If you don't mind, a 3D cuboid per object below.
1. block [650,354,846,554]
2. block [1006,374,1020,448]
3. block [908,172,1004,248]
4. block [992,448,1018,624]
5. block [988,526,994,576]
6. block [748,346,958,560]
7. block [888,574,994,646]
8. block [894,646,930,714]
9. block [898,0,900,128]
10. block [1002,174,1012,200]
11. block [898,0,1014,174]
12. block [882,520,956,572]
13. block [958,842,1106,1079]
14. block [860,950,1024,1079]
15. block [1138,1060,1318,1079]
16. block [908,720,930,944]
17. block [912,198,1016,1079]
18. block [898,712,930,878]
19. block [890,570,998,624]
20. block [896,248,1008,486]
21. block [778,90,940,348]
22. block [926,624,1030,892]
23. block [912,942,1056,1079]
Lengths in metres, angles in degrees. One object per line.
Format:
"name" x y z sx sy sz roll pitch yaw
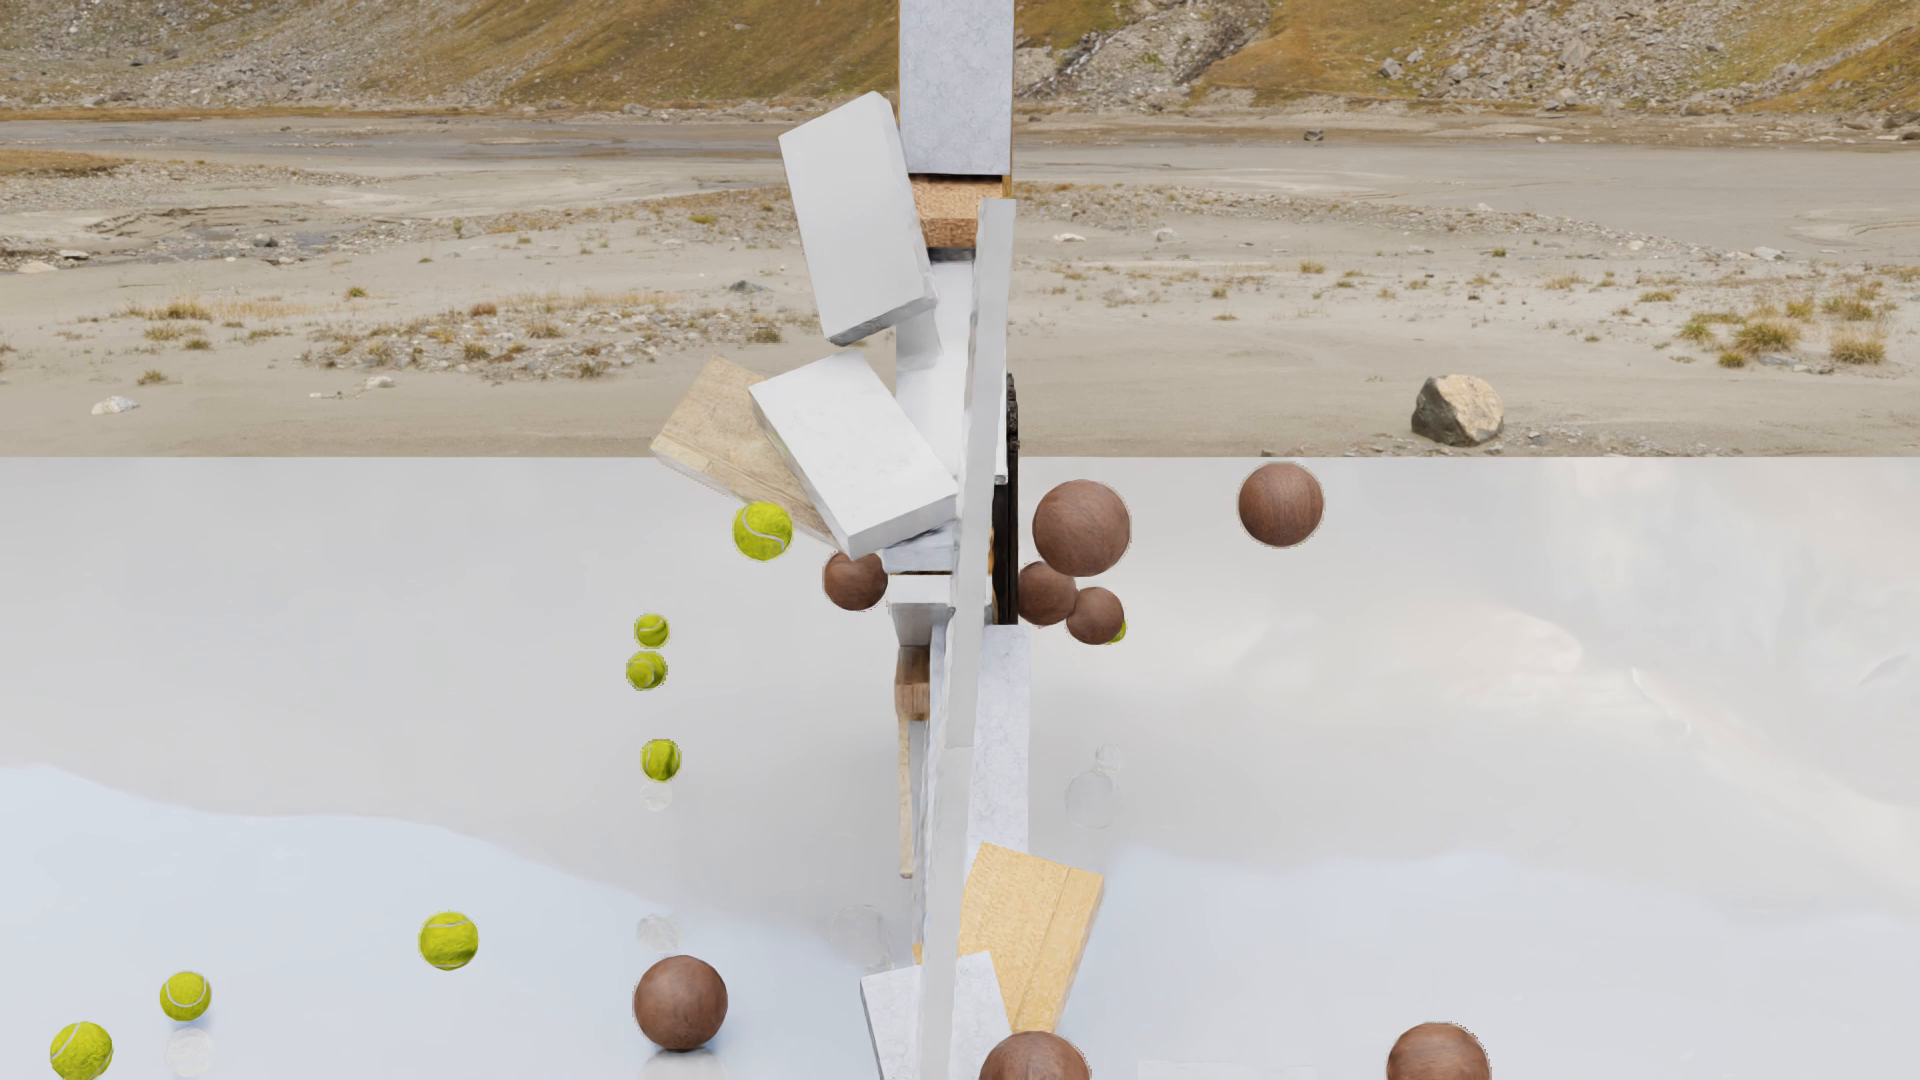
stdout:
"block" -0.248 -0.121 3.029 0.338 0.162 0.046 26 -14 27
"block" -0.003 -0.193 3.264 0.171 0.048 0.341 -1 14 0
"block" -0.014 -0.507 3.182 0.153 0.043 0.305 0 32 1
"block" -0.001 0.017 3.231 0.171 0.341 0.048 -1 24 0
"block" -0.017 0.055 3.121 0.125 0.249 0.035 -2 55 -1
"block" -0.141 -0.119 2.913 0.162 0.046 0.324 -22 48 -16
"block" -0.022 0.097 2.935 0.131 0.037 0.262 0 -15 2
"block" -0.014 0.184 3.101 0.145 0.041 0.291 -2 11 1
"block" -0.007 -0.743 3.210 0.167 0.333 0.047 0 11 1
"block" -0.005 -0.717 3.433 0.167 0.407 0.047 0 6 -1
"block" -0.004 -0.682 3.127 0.159 0.318 0.045 2 10 4
"block" -0.033 -0.018 2.939 0.125 0.035 0.249 -1 20 2
"block" 0.051 0.543 2.706 0.162 0.324 0.046 14 -31 16
"block" -0.004 0.653 2.571 0.159 0.045 0.328 -10 55 -10
"block" 0.349 0.722 2.865 0.236 0.033 0.118 1 11 5
"block" 0.009 0.437 2.995 0.145 0.382 0.041 -2 -6 -2
"block" -0.006 0.239 2.315 0.030 1.183 0.104 4 7 -4
"block" -0.014 0.333 3.144 0.145 0.291 0.041 -2 -20 1
"block" -0.019 0.073 2.988 0.125 0.035 0.249 0 -15 5
"block" -0.013 -0.248 3.068 0.153 0.351 0.043 -1 -18 1
"block" -0.141 -0.442 3.031 0.159 0.318 0.045 -21 -19 22
"block" 0.023 0.434 2.848 0.131 0.659 0.037 0 -16 2
"block" 0.037 0.620 2.756 0.131 0.262 0.037 -15 -16 -2
